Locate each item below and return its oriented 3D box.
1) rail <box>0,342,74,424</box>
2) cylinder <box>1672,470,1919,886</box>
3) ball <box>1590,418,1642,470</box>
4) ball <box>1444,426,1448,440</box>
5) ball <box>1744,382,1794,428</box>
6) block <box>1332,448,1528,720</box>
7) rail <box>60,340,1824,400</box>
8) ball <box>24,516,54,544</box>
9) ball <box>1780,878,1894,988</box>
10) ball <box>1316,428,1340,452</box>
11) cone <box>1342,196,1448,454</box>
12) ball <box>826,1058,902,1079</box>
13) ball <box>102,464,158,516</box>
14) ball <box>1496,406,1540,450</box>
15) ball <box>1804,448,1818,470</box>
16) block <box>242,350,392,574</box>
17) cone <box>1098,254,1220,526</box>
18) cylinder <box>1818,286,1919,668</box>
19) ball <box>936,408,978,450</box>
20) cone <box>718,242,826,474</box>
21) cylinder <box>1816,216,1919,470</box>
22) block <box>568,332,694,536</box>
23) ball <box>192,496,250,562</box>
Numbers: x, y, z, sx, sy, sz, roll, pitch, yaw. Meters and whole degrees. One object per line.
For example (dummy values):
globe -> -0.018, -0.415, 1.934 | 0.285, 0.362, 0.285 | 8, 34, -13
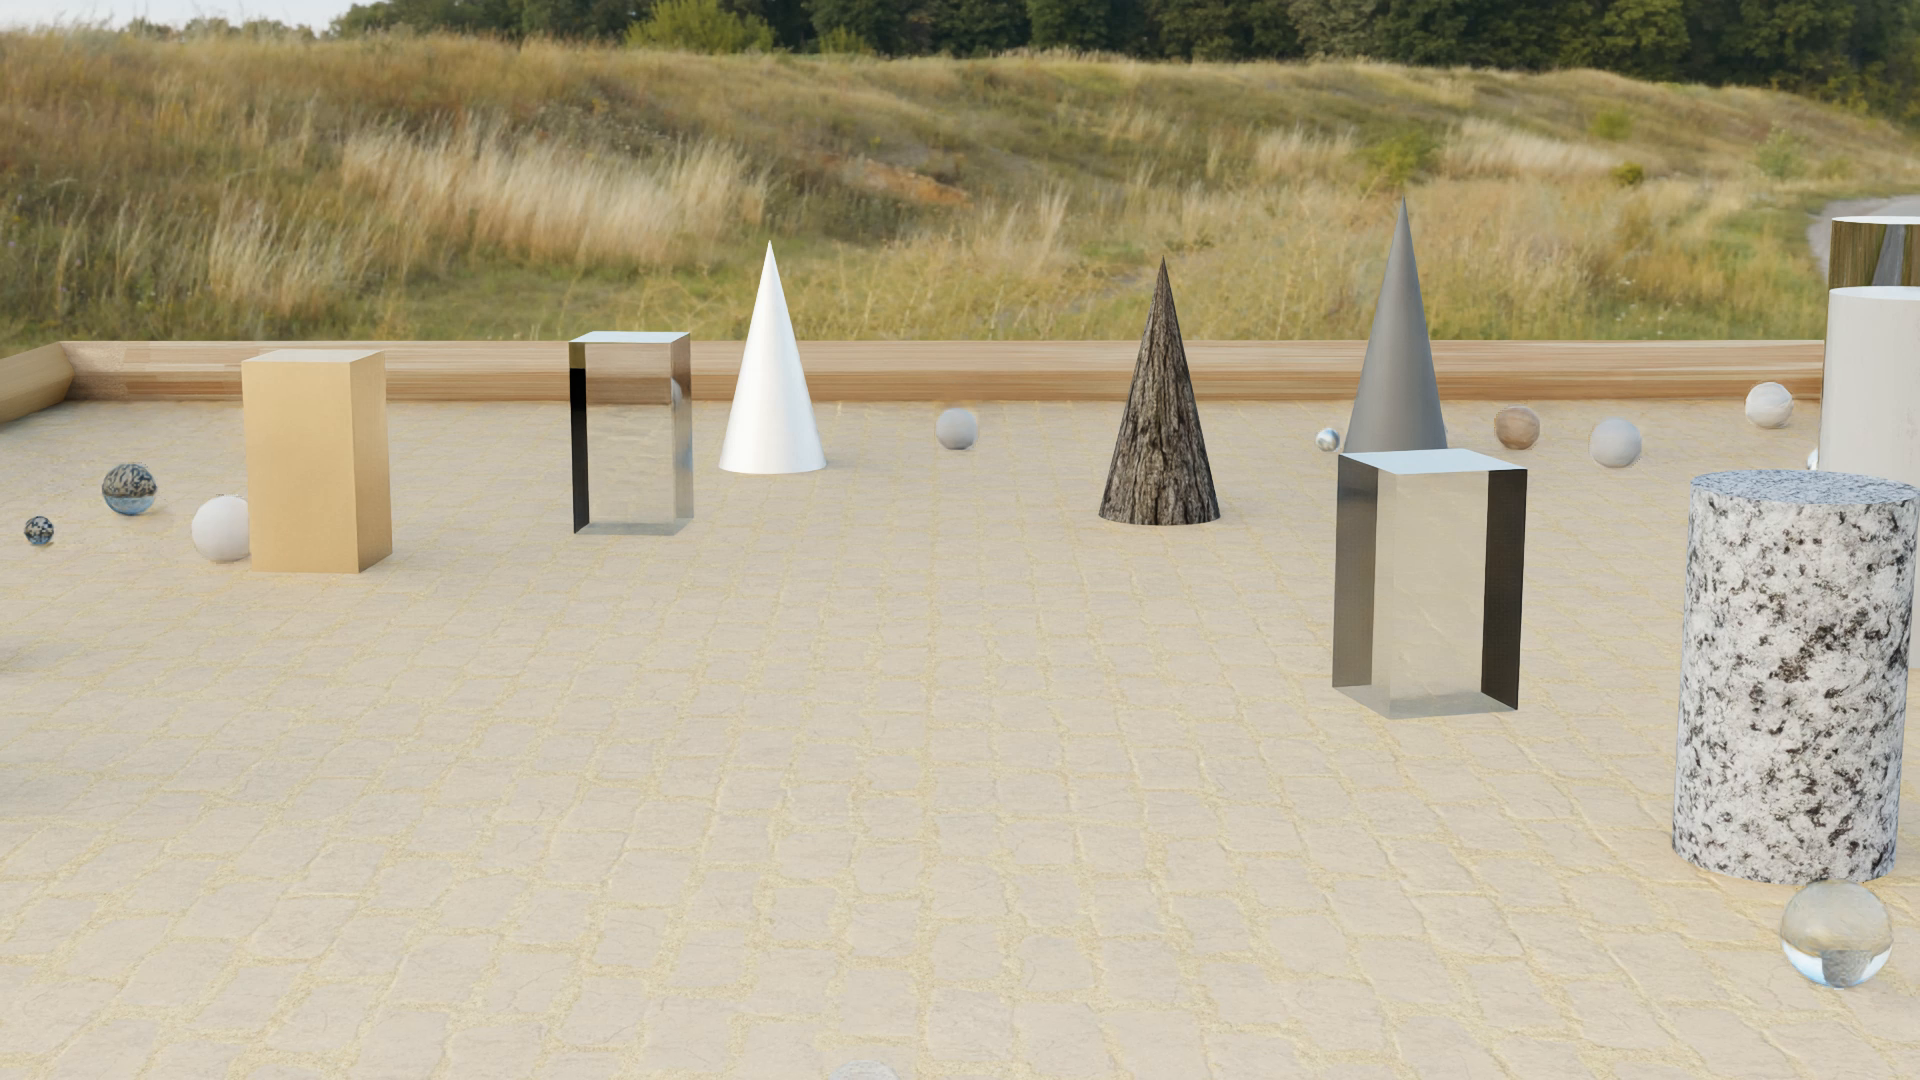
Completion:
rail -> -1.942, 0.035, 3.438 | 0.045, 0.130, 4.482 | 0, 10, 0
cylinder -> 0.771, 0.122, 2.375 | 0.200, 0.348, 0.200 | 0, 10, 0
ball -> 1.199, -0.176, 4.690 | 0.094, 0.094, 0.094 | 0, 10, 0
ball -> 0.919, -0.205, 4.936 | 0.042, 0.042, 0.042 | 0, 10, 0
ball -> 1.644, -0.274, 5.213 | 0.095, 0.095, 0.095 | 0, 10, 0
block -> 0.540, 0.047, 2.965 | 0.160, 0.280, 0.160 | -3, 11, -15
rail -> -0.013, -0.370, 5.629 | 3.931, 0.130, 0.045 | 0, 10, 0
ball -> -1.418, -0.014, 3.950 | 0.044, 0.044, 0.044 | 0, 10, 0
ball -> 0.701, 0.315, 2.054 | 0.086, 0.086, 0.086 | 0, 10, 0
ball -> 0.700, -0.189, 4.879 | 0.046, 0.046, 0.046 | 0, 10, 0
cone -> 0.827, -0.405, 4.827 | 0.200, 0.494, 0.200 | 0, 10, 0
ball -> -0.065, 0.384, 1.741 | 0.063, 0.063, 0.063 | 0, 10, 0
ball -> -1.360, -0.082, 4.201 | 0.086, 0.086, 0.086 | 0, 10, 0
ball -> 1.070, -0.215, 4.919 | 0.085, 0.085, 0.085 | 0, 10, 0
ball -> 1.486, -0.117, 4.353 | 0.100, 0.100, 0.100 | 0, 10, 0
block -> -0.945, -0.118, 3.784 | 0.160, 0.308, 0.160 | 1, 11, 5
cone -> 0.328, -0.252, 4.177 | 0.200, 0.428, 0.200 | 0, 10, 0
cylinder -> 1.176, -0.083, 3.200 | 0.200, 0.450, 0.200 | 0, 10, 0
ball -> -0.007, -0.212, 4.915 | 0.081, 0.081, 0.081 | 0, 10, 0
cone -> -0.346, -0.343, 4.704 | 0.200, 0.415, 0.200 | 0, 10, 0
cylinder -> 1.408, -0.233, 3.879 | 0.200, 0.499, 0.200 | 0, 10, 0
block -> -0.521, -0.172, 4.084 | 0.160, 0.304, 0.160 | 1, 11, 5
ball -> -1.087, -0.016, 3.804 | 0.099, 0.099, 0.099 | 0, 10, 0
